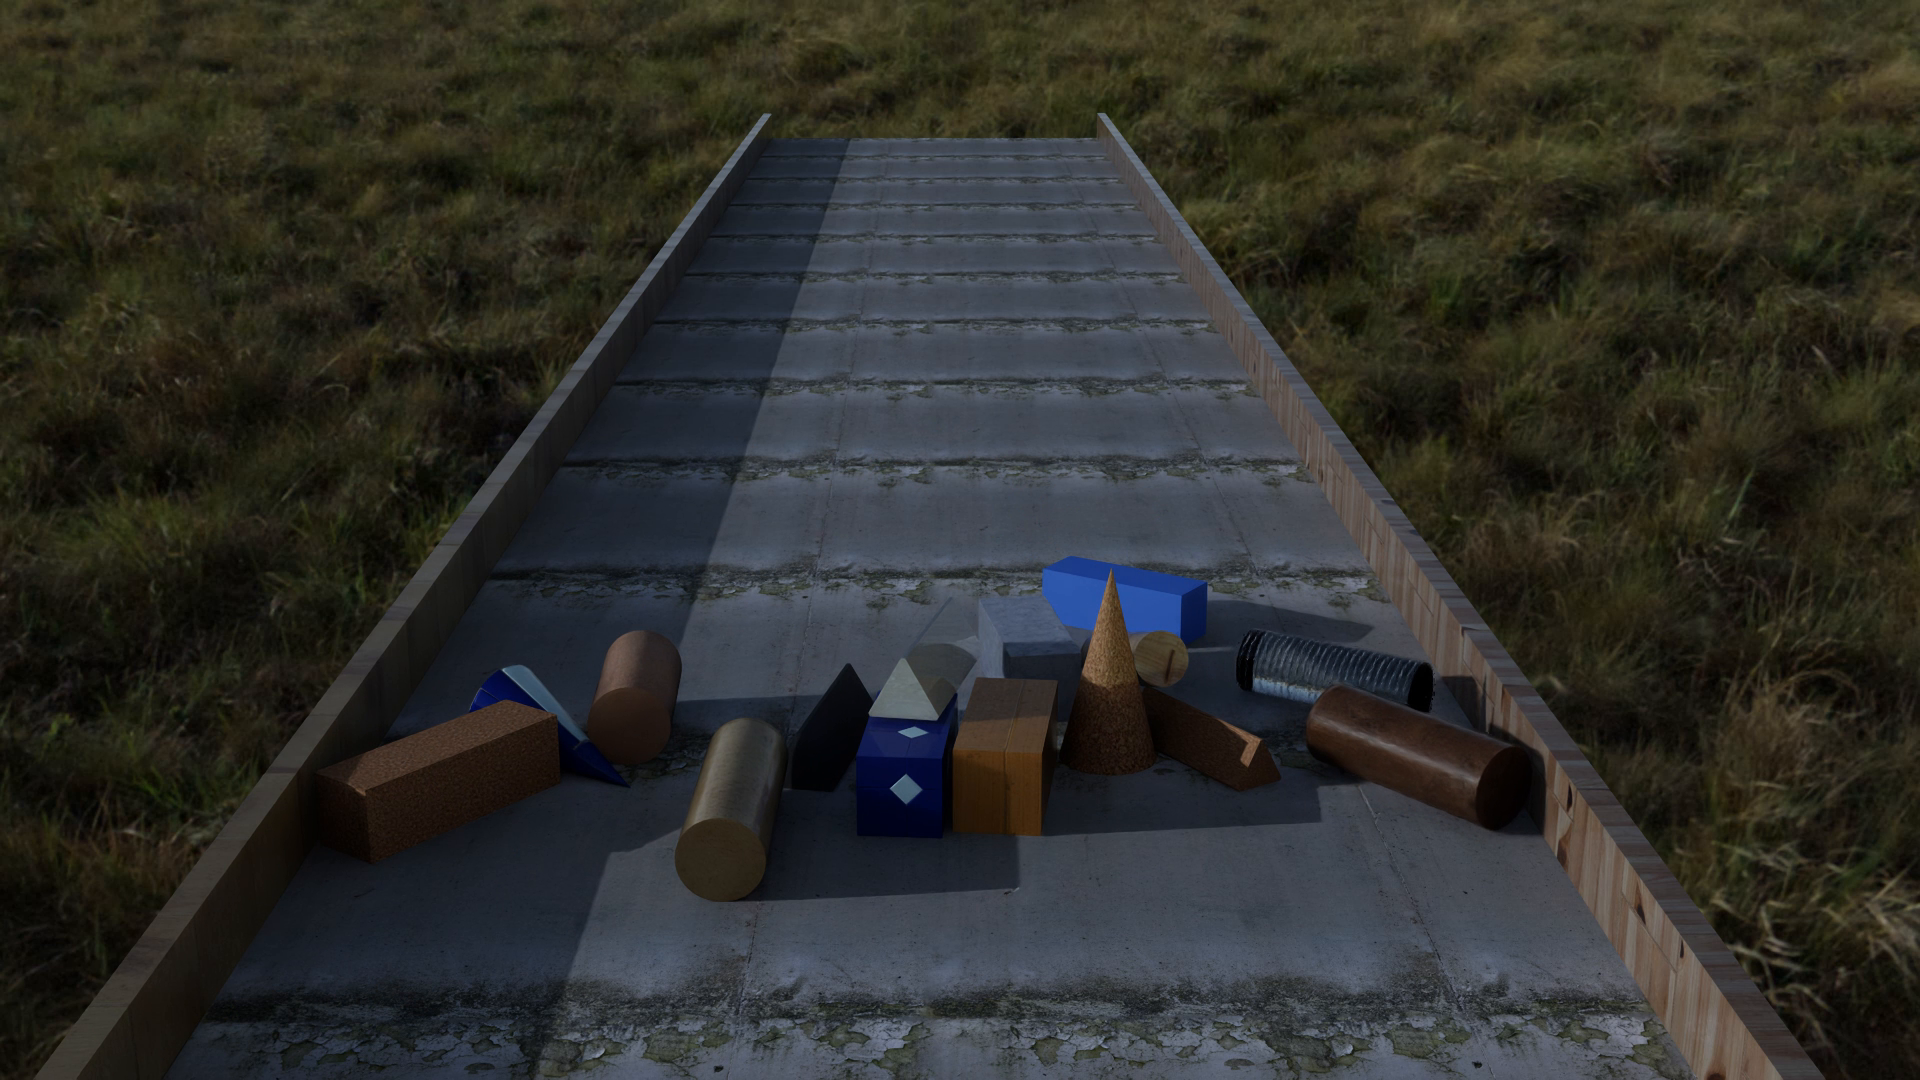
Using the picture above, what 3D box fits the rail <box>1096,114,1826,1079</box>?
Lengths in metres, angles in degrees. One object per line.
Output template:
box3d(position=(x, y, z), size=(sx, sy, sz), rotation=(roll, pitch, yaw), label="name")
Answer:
box3d(position=(0.932, -0.844, 7.801), size=(0.050, 0.150, 12.000), rotation=(0, 17, -1), label="rail")

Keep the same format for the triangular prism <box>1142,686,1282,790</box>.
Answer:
box3d(position=(0.430, 0.345, 3.912), size=(0.097, 0.084, 0.319), rotation=(-10, 19, -32), label="triangular prism")

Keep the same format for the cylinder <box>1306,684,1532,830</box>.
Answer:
box3d(position=(0.776, 0.365, 3.747), size=(0.144, 0.144, 0.375), rotation=(-13, 21, -36), label="cylinder")

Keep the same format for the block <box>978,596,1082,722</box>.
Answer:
box3d(position=(0.131, 0.226, 4.231), size=(0.133, 0.133, 0.347), rotation=(-3, 17, -9), label="block")

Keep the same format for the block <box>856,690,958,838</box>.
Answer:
box3d(position=(-0.086, 0.376, 3.718), size=(0.140, 0.140, 0.302), rotation=(1, 17, 5), label="block")

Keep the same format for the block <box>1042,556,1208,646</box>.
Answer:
box3d(position=(0.343, 0.128, 4.598), size=(0.330, 0.114, 0.114), rotation=(11, 20, 32), label="block")

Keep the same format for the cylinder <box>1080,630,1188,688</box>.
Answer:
box3d(position=(0.320, 0.220, 4.102), size=(0.101, 0.101, 0.383), rotation=(-4, -2, -12), label="cylinder")

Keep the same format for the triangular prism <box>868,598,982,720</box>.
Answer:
box3d(position=(-0.055, 0.201, 3.880), size=(0.119, 0.103, 0.416), rotation=(2, 13, 11), label="triangular prism")

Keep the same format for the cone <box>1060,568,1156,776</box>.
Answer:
box3d(position=(0.264, 0.217, 3.875), size=(0.174, 0.355, 0.174), rotation=(0, 17, 0), label="cone")

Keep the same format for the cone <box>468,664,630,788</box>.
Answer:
box3d(position=(-0.694, 0.362, 3.871), size=(0.333, 0.161, 0.161), rotation=(27, 29, 30), label="cone")

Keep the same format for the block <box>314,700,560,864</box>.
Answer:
box3d(position=(-0.865, 0.397, 3.670), size=(0.127, 0.127, 0.411), rotation=(12, 20, 35), label="block")

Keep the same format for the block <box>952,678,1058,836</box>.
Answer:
box3d(position=(0.081, 0.364, 3.748), size=(0.145, 0.145, 0.344), rotation=(2, 17, 7), label="block")

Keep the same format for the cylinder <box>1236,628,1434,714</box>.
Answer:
box3d(position=(0.705, 0.258, 4.148), size=(0.349, 0.121, 0.121), rotation=(11, 20, 32), label="cylinder")

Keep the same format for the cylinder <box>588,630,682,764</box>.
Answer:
box3d(position=(-0.591, 0.284, 4.016), size=(0.146, 0.146, 0.309), rotation=(-1, 17, -3), label="cylinder")

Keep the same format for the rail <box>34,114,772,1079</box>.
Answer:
box3d(position=(-1.118, -0.838, 7.780), size=(0.050, 0.150, 12.000), rotation=(0, 17, -1), label="rail")

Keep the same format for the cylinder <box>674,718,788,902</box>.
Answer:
box3d(position=(-0.363, 0.427, 3.546), size=(0.139, 0.139, 0.420), rotation=(0, 17, 0), label="cylinder")

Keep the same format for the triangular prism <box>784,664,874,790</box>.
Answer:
box3d(position=(-0.241, 0.328, 3.935), size=(0.118, 0.102, 0.358), rotation=(3, 17, 11), label="triangular prism")
